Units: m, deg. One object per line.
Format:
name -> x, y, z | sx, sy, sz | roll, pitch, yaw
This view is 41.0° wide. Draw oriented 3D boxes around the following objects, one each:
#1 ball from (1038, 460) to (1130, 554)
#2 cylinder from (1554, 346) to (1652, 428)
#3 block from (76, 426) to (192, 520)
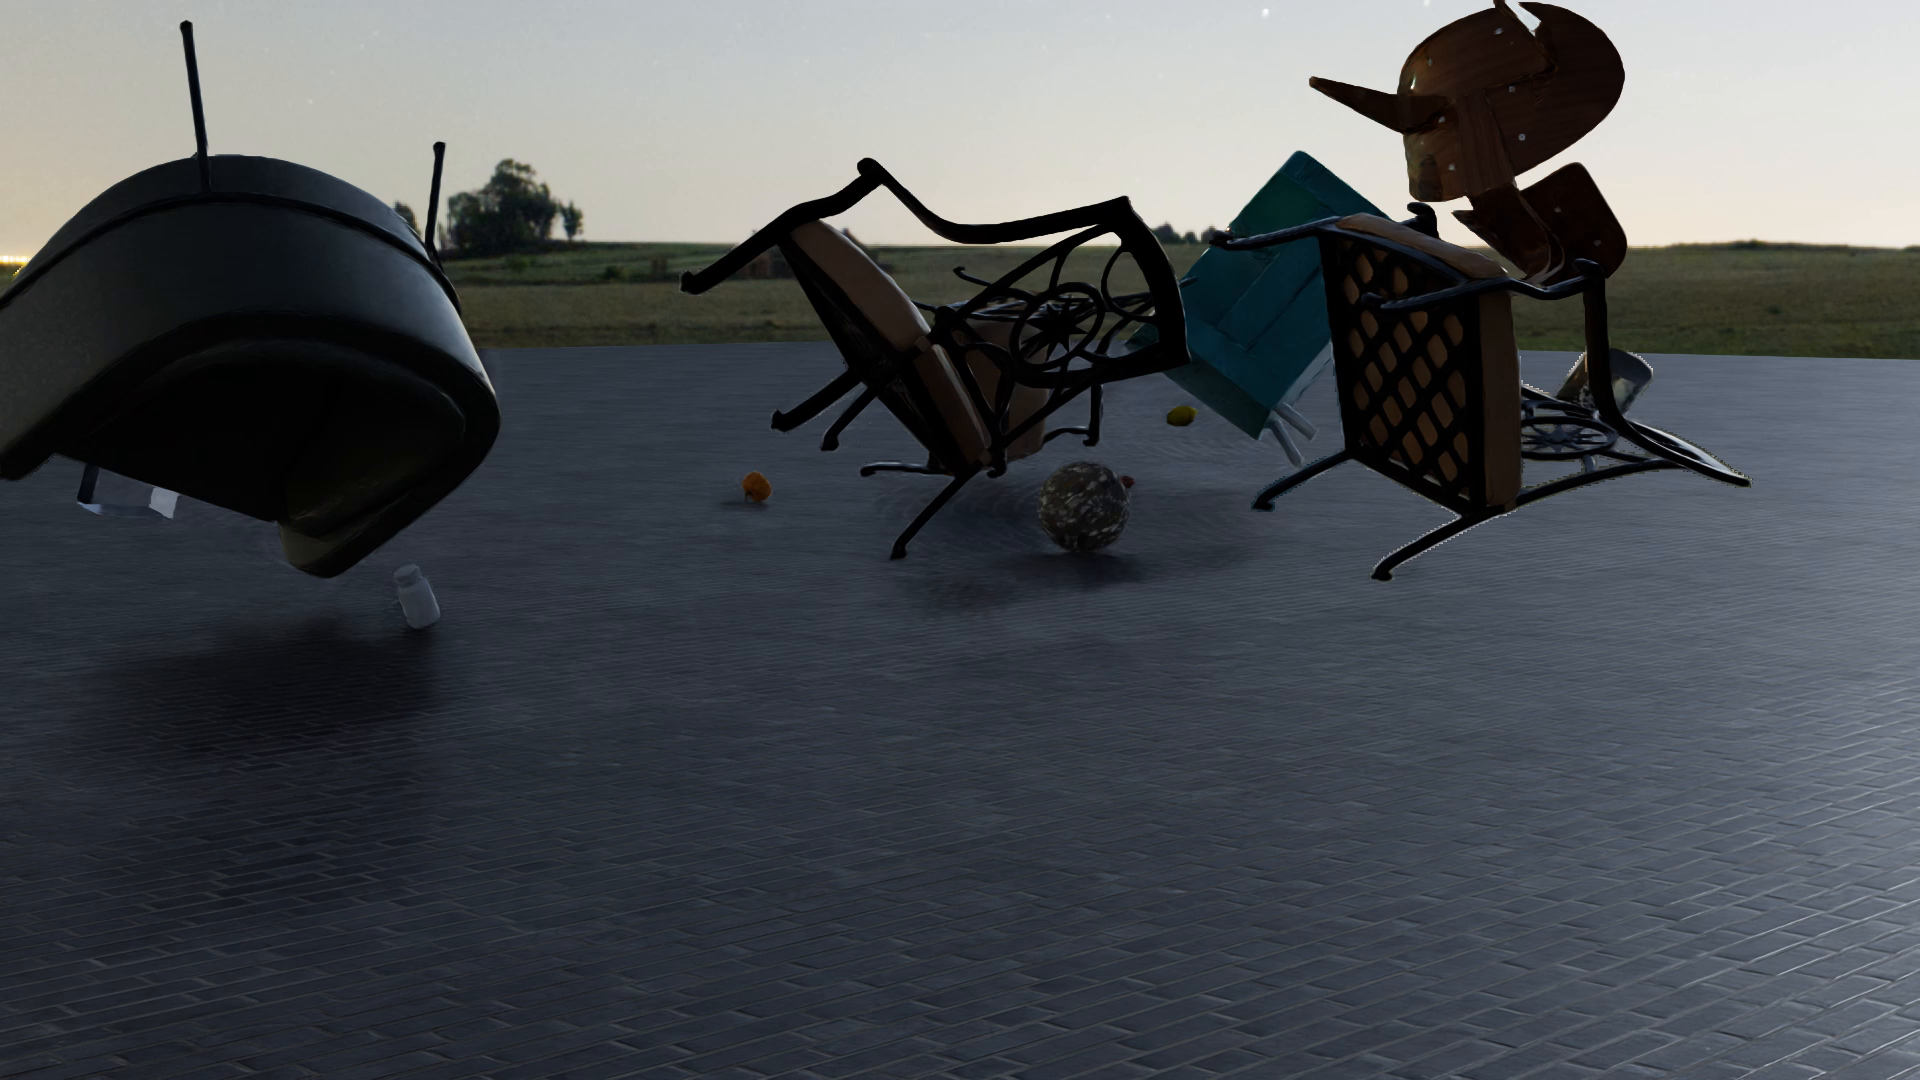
ball -> 0.295, -0.079, 6.106 | 0.219, 0.219, 0.219 | 0, 6, 0
cylinder -> 1.633, -0.388, 6.516 | 0.184, 0.166, 0.116 | 14, 43, -15
block -> -2.233, -0.182, 6.938 | 0.239, 0.221, 0.101 | 3, -18, 20
